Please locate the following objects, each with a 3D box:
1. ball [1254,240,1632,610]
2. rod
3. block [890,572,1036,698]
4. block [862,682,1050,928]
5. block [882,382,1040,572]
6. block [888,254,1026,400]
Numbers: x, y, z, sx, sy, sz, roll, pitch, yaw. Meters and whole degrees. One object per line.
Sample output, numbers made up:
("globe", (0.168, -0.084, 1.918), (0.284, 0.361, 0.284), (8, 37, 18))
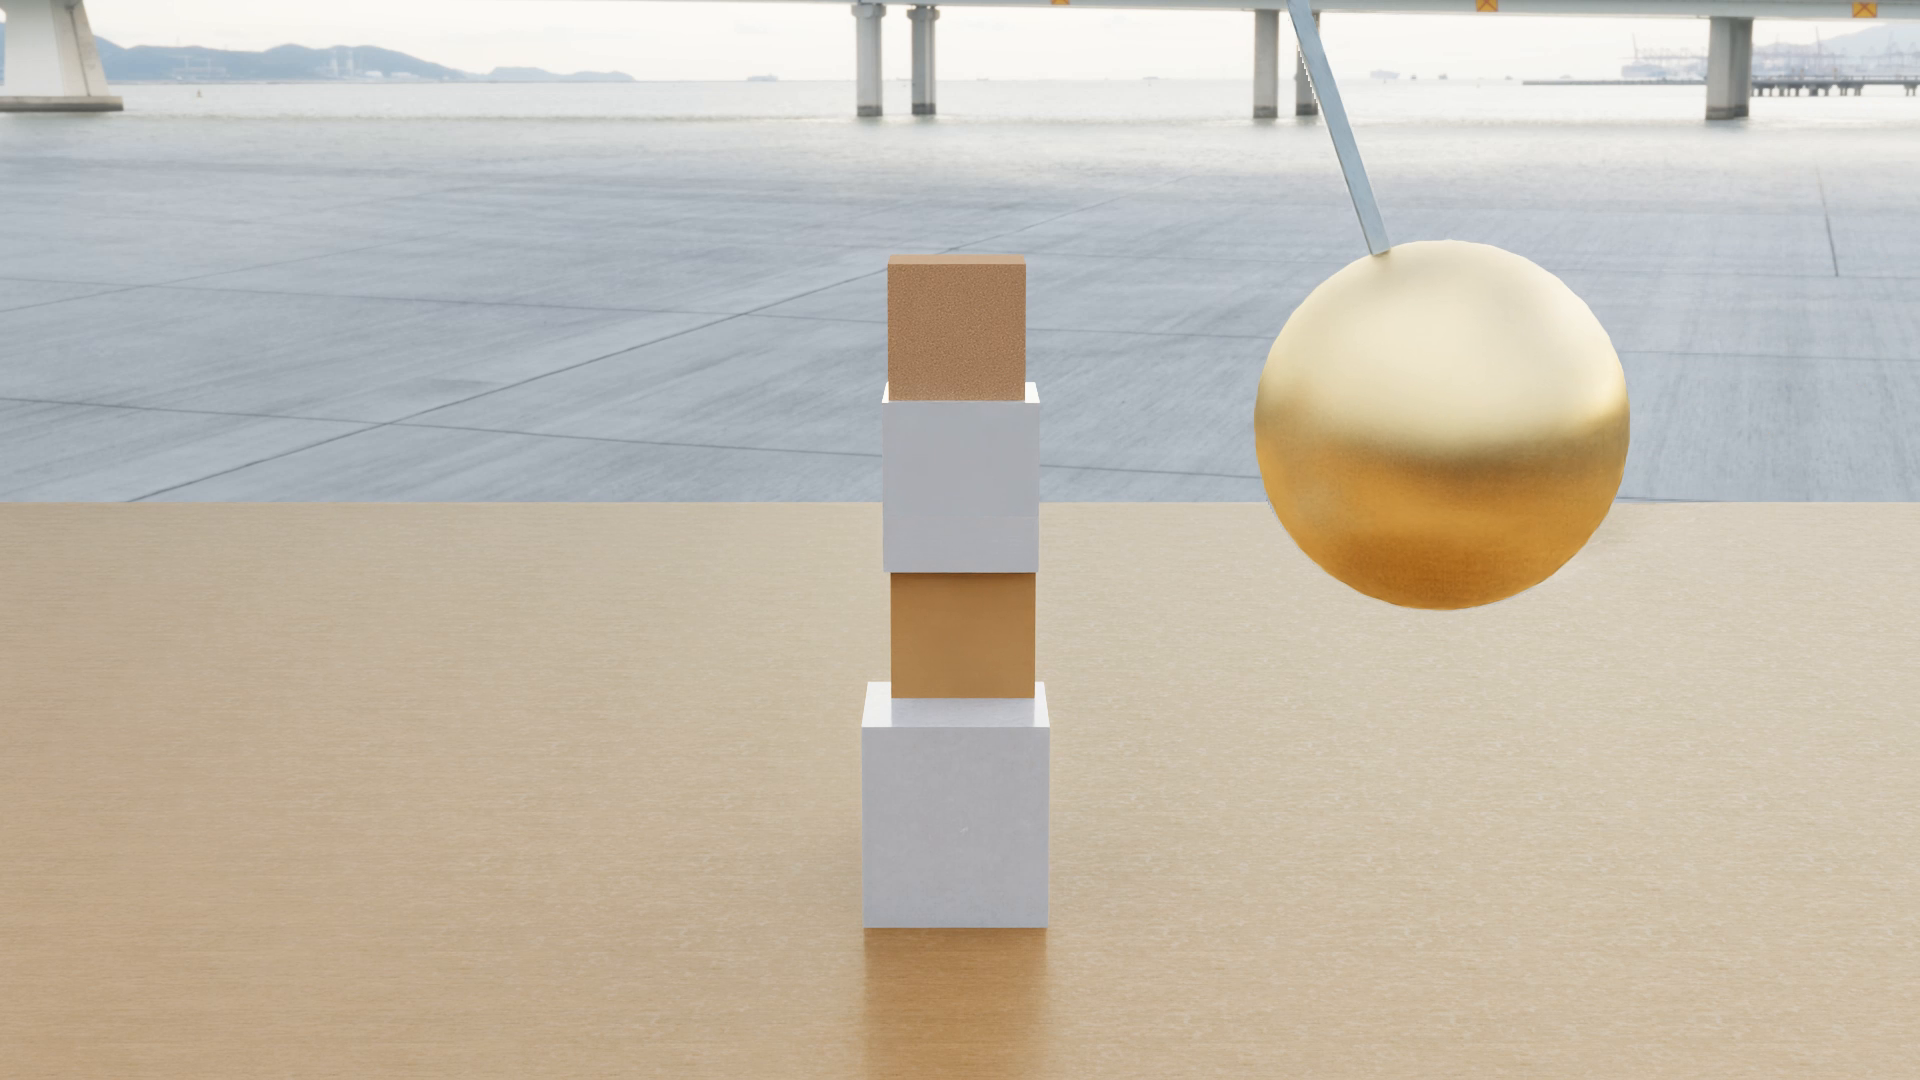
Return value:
("ball", (2.074, -0.494, 11.091), (1.600, 1.600, 1.600), (0, 10, 0))
("rod", (0.899, -3.633, 10.520), (0.080, 5.200, 0.080), (-20, 10, 4))
("block", (0.013, 0.351, 11.244), (0.619, 0.564, 0.572), (0, 10, 0))
("block", (-0.018, 1.120, 10.996), (0.773, 0.862, 0.790), (0, 10, 0))
("block", (0.004, -0.282, 11.129), (0.659, 0.723, 0.710), (0, 10, 0))
("block", (-0.014, -0.919, 11.013), (0.577, 0.572, 0.581), (0, 10, 0))
